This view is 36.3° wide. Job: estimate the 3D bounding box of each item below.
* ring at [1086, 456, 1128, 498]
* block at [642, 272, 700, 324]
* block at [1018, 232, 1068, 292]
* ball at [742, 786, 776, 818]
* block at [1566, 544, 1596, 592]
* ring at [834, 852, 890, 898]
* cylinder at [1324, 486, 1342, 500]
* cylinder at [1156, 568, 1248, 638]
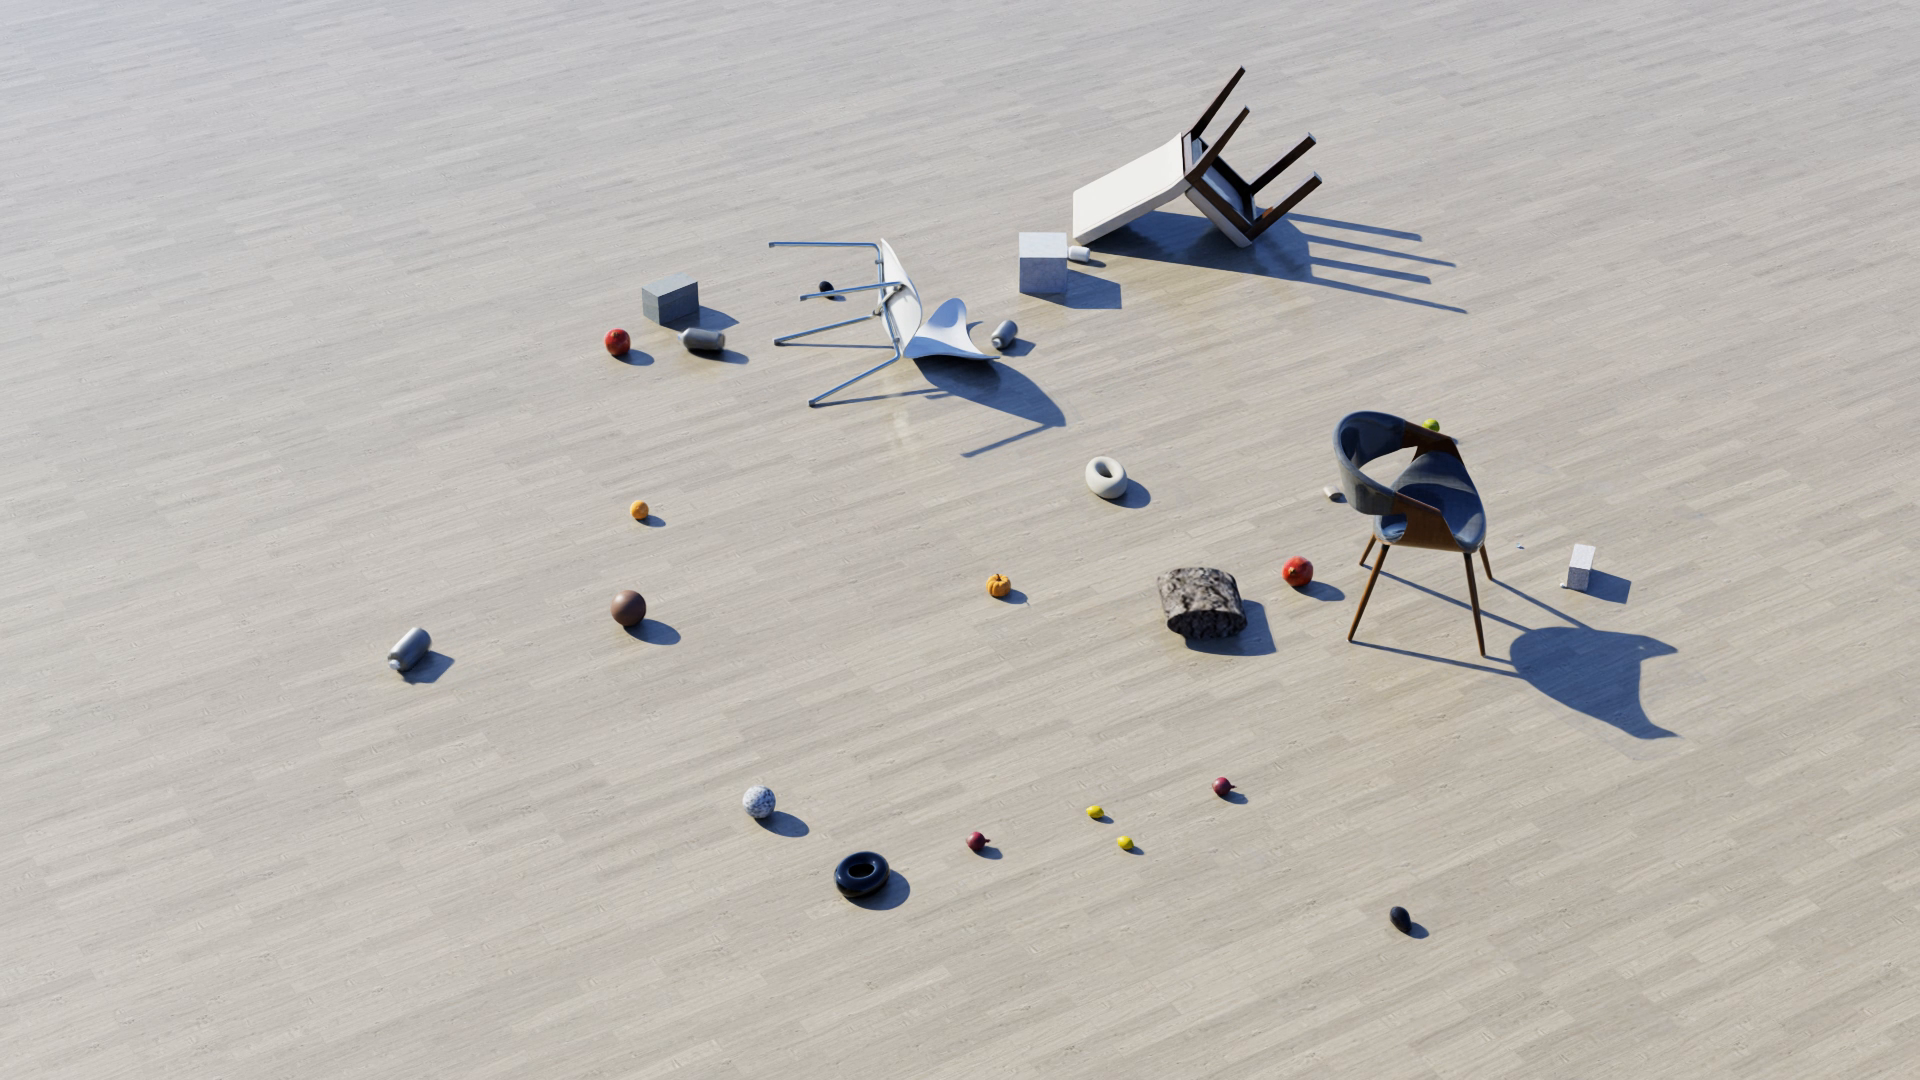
[{"bbox_3d":[0.562,-0.239,11.236,0.154,0.081,0.232,-9,35,-12],"label":"ring"},{"bbox_3d":[-1.222,-1.020,12.369,0.209,0.135,0.114,-26,41,-33],"label":"block"},{"bbox_3d":[0.356,-1.192,12.599,0.203,0.171,0.227,0,33,1],"label":"block"},{"bbox_3d":[-0.654,0.853,9.551,0.108,0.108,0.108,0,33,0],"label":"ball"},{"bbox_3d":[2.267,0.100,10.705,0.073,0.096,0.156,10,35,15],"label":"block"},{"bbox_3d":[-0.311,1.059,9.280,0.173,0.064,0.208,14,35,21],"label":"ring"},{"bbox_3d":[1.423,-0.182,11.193,0.055,0.030,0.056,-9,34,-14],"label":"cylinder"},{"bbox_3d":[0.864,0.224,10.491,0.289,0.124,0.269,1,33,-6],"label":"cylinder"}]
